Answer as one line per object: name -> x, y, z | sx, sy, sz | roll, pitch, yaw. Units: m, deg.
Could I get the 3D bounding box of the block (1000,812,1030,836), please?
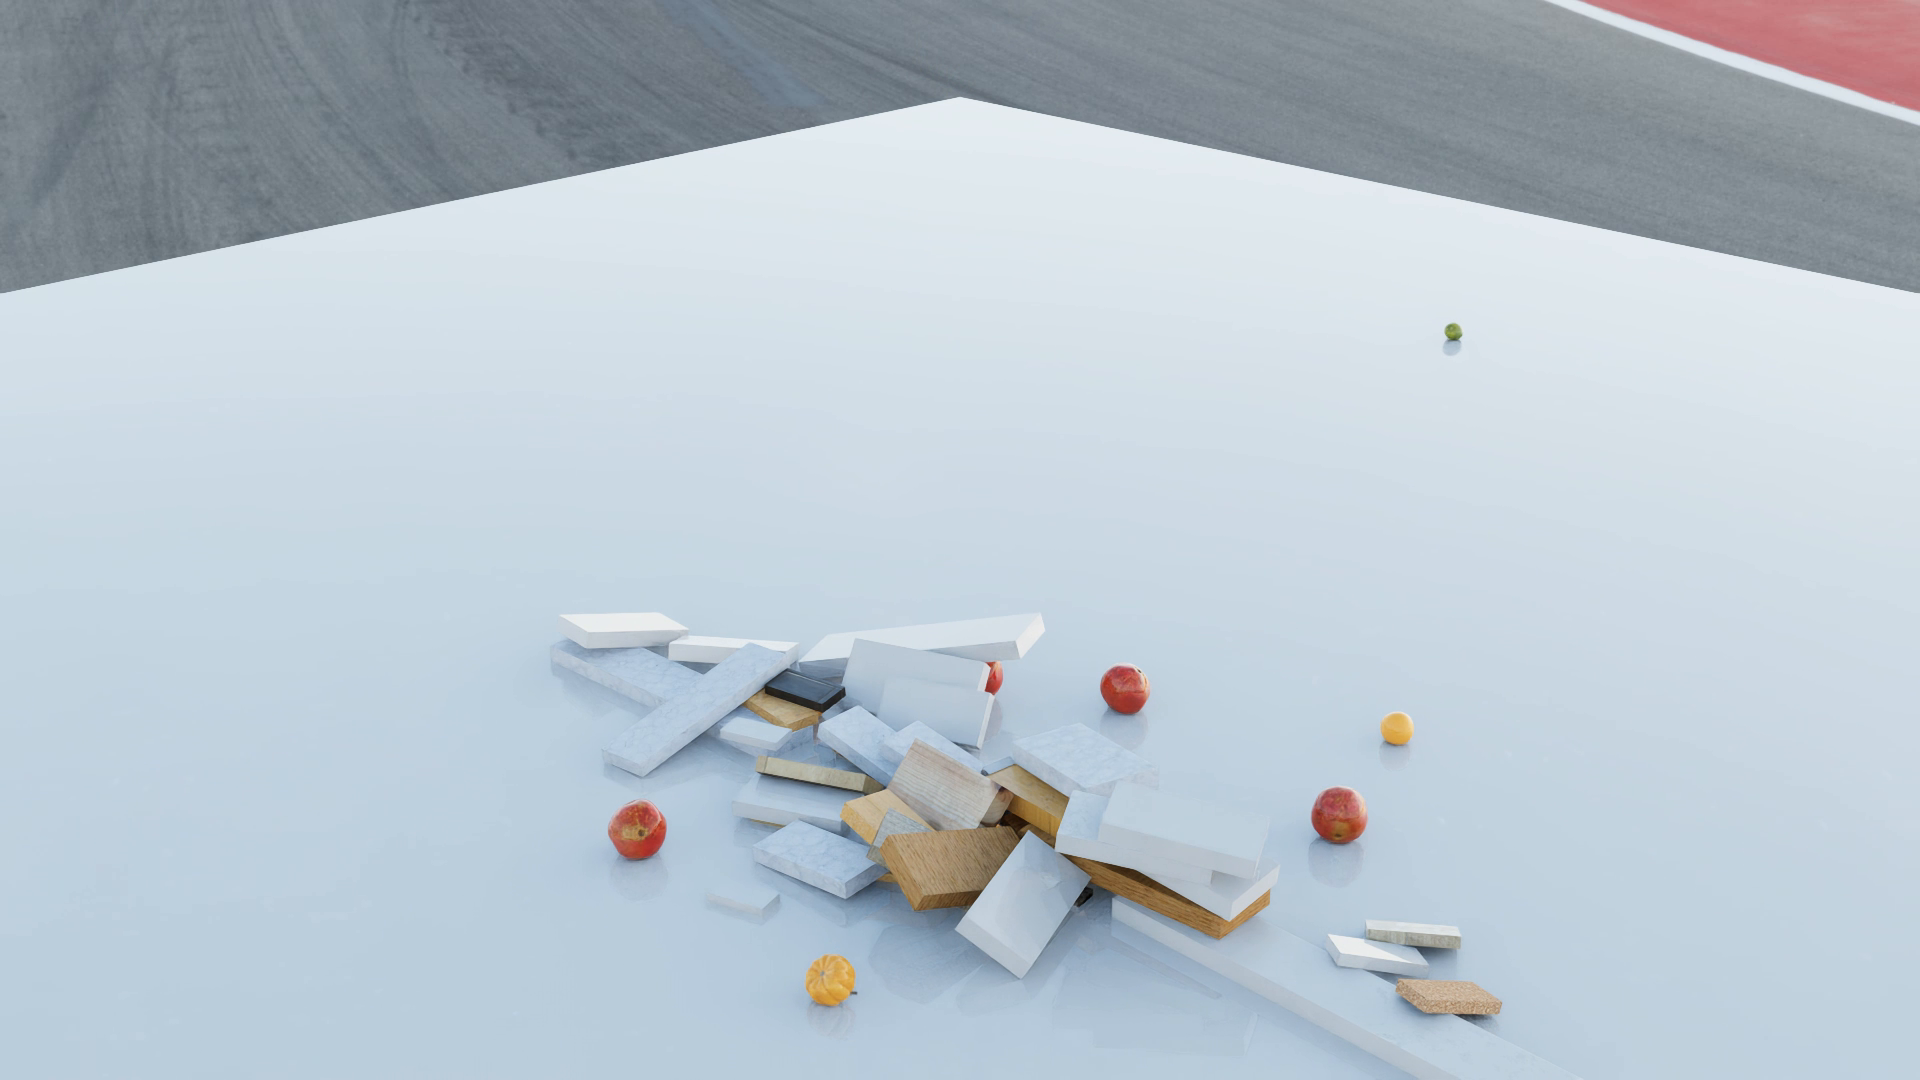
block -> 0.131, 0.571, 4.311 | 0.049, 0.014, 0.099 | -18, 47, -39

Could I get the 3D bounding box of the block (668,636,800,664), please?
block -> -0.519, 0.256, 5.058 | 0.273, 0.039, 0.136 | 3, 6, 8

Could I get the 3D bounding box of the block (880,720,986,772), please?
block -> -0.037, 0.466, 4.545 | 0.238, 0.034, 0.119 | 31, 36, 27

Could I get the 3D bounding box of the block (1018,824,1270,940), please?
block -> 0.343, 0.616, 4.149 | 0.475, 0.045, 0.158 | 19, 29, 38

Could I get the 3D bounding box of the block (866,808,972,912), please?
block -> -0.047, 0.607, 4.134 | 0.247, 0.035, 0.123 | 29, 30, -2

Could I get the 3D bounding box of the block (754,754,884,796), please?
block -> -0.287, 0.486, 4.488 | 0.237, 0.034, 0.118 | 8, -14, 19

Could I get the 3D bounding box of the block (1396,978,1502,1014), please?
block -> 0.845, 0.789, 3.798 | 0.167, 0.024, 0.083 | 8, 11, -28

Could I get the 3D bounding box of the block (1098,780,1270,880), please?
block -> 0.407, 0.524, 3.986 | 0.286, 0.041, 0.143 | 13, 30, 12

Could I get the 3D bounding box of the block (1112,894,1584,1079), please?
block -> 0.655, 0.793, 3.839 | 0.143, 0.041, 0.919 | -21, 31, -40

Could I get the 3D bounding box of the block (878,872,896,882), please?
block -> -0.094, 0.639, 4.233 | 0.124, 0.018, 0.062 | 5, 23, 11

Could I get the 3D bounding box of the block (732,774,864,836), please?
block -> -0.325, 0.531, 4.421 | 0.237, 0.034, 0.118 | 8, 24, 19

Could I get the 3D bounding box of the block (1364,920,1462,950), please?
block -> 0.823, 0.718, 4.004 | 0.167, 0.024, 0.083 | 3, 3, 8

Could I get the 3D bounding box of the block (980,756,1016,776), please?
block -> 0.059, 0.497, 4.415 | 0.071, 0.142, 0.020 | -18, 54, -36

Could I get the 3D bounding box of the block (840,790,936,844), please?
block -> -0.103, 0.578, 4.233 | 0.247, 0.035, 0.123 | 38, 30, 30

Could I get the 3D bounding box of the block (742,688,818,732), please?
block -> -0.424, 0.351, 4.806 | 0.081, 0.023, 0.278 | -18, 29, -36

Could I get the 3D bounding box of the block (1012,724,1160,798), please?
block -> 0.241, 0.437, 4.282 | 0.156, 0.044, 0.311 | -13, 17, -23

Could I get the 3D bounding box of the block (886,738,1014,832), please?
block -> -0.029, 0.509, 4.352 | 0.042, 0.148, 0.295 | 35, -8, -38

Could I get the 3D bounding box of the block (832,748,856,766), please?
block -> -0.194, 0.455, 4.626 | 0.136, 0.019, 0.068 | 30, 35, 29

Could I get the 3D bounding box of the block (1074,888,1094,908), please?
block -> 0.197, 0.665, 4.176 | 0.099, 0.014, 0.049 | 15, 27, 32

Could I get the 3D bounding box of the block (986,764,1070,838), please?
block -> 0.210, 0.514, 4.281 | 0.158, 0.045, 0.316 | -18, 28, -36

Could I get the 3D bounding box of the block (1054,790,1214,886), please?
block -> 0.329, 0.543, 4.021 | 0.286, 0.041, 0.143 | 11, 30, 10

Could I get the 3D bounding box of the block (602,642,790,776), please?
block -> -0.567, 0.361, 4.757 | 0.118, 0.034, 0.458 | 16, 38, 37

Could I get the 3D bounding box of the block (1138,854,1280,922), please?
block -> 0.413, 0.579, 4.060 | 0.316, 0.045, 0.158 | 26, 35, 32

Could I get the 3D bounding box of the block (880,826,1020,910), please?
block -> 0.008, 0.610, 4.100 | 0.295, 0.042, 0.148 | 2, 40, -39

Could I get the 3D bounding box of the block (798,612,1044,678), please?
block -> -0.089, 0.240, 4.951 | 0.548, 0.044, 0.156 | -7, 18, 26

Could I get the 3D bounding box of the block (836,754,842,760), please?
block -> -0.200, 0.440, 4.700 | 0.136, 0.019, 0.068 | -3, 23, -6

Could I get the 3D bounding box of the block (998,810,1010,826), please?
block -> 0.092, 0.572, 4.386 | 0.071, 0.020, 0.142 | -14, 27, -29

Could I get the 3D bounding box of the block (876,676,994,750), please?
block -> -0.056, 0.371, 4.740 | 0.238, 0.119, 0.034 | 9, -18, 21

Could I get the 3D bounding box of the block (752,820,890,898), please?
block -> -0.268, 0.614, 4.244 | 0.247, 0.035, 0.123 | 15, 29, 39

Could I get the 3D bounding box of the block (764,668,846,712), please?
block -> -0.338, 0.327, 4.792 | 0.161, 0.023, 0.081 | 15, 33, 32

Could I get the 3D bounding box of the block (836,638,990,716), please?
block -> -0.103, 0.320, 4.819 | 0.311, 0.156, 0.044 | 9, -17, 21

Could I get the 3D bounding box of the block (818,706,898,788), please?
block -> -0.172, 0.439, 4.605 | 0.239, 0.034, 0.119 | 33, 37, 29

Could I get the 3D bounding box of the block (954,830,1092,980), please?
block -> 0.119, 0.665, 4.033 | 0.148, 0.042, 0.295 | 36, 35, 6

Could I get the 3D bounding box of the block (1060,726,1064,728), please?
block -> 0.222, 0.434, 4.719 | 0.054, 0.015, 0.109 | 11, 25, 23

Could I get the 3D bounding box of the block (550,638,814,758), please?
block -> -0.633, 0.337, 4.916 | 0.729, 0.039, 0.136 | 19, 30, 38

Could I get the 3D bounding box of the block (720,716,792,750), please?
block -> -0.433, 0.411, 4.668 | 0.136, 0.019, 0.068 | 11, 25, 23

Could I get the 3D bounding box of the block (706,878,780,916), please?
block -> -0.409, 0.674, 4.151 | 0.124, 0.018, 0.062 | 12, 26, 25

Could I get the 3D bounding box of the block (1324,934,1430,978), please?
block -> 0.743, 0.741, 3.920 | 0.167, 0.024, 0.083 | 10, 12, -9

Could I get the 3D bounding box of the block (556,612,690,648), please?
block -> -0.784, 0.210, 5.122 | 0.273, 0.039, 0.136 | 0, 15, -41

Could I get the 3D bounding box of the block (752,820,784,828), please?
block -> -0.320, 0.561, 4.416 | 0.191, 0.018, 0.062 | 9, 25, 21
